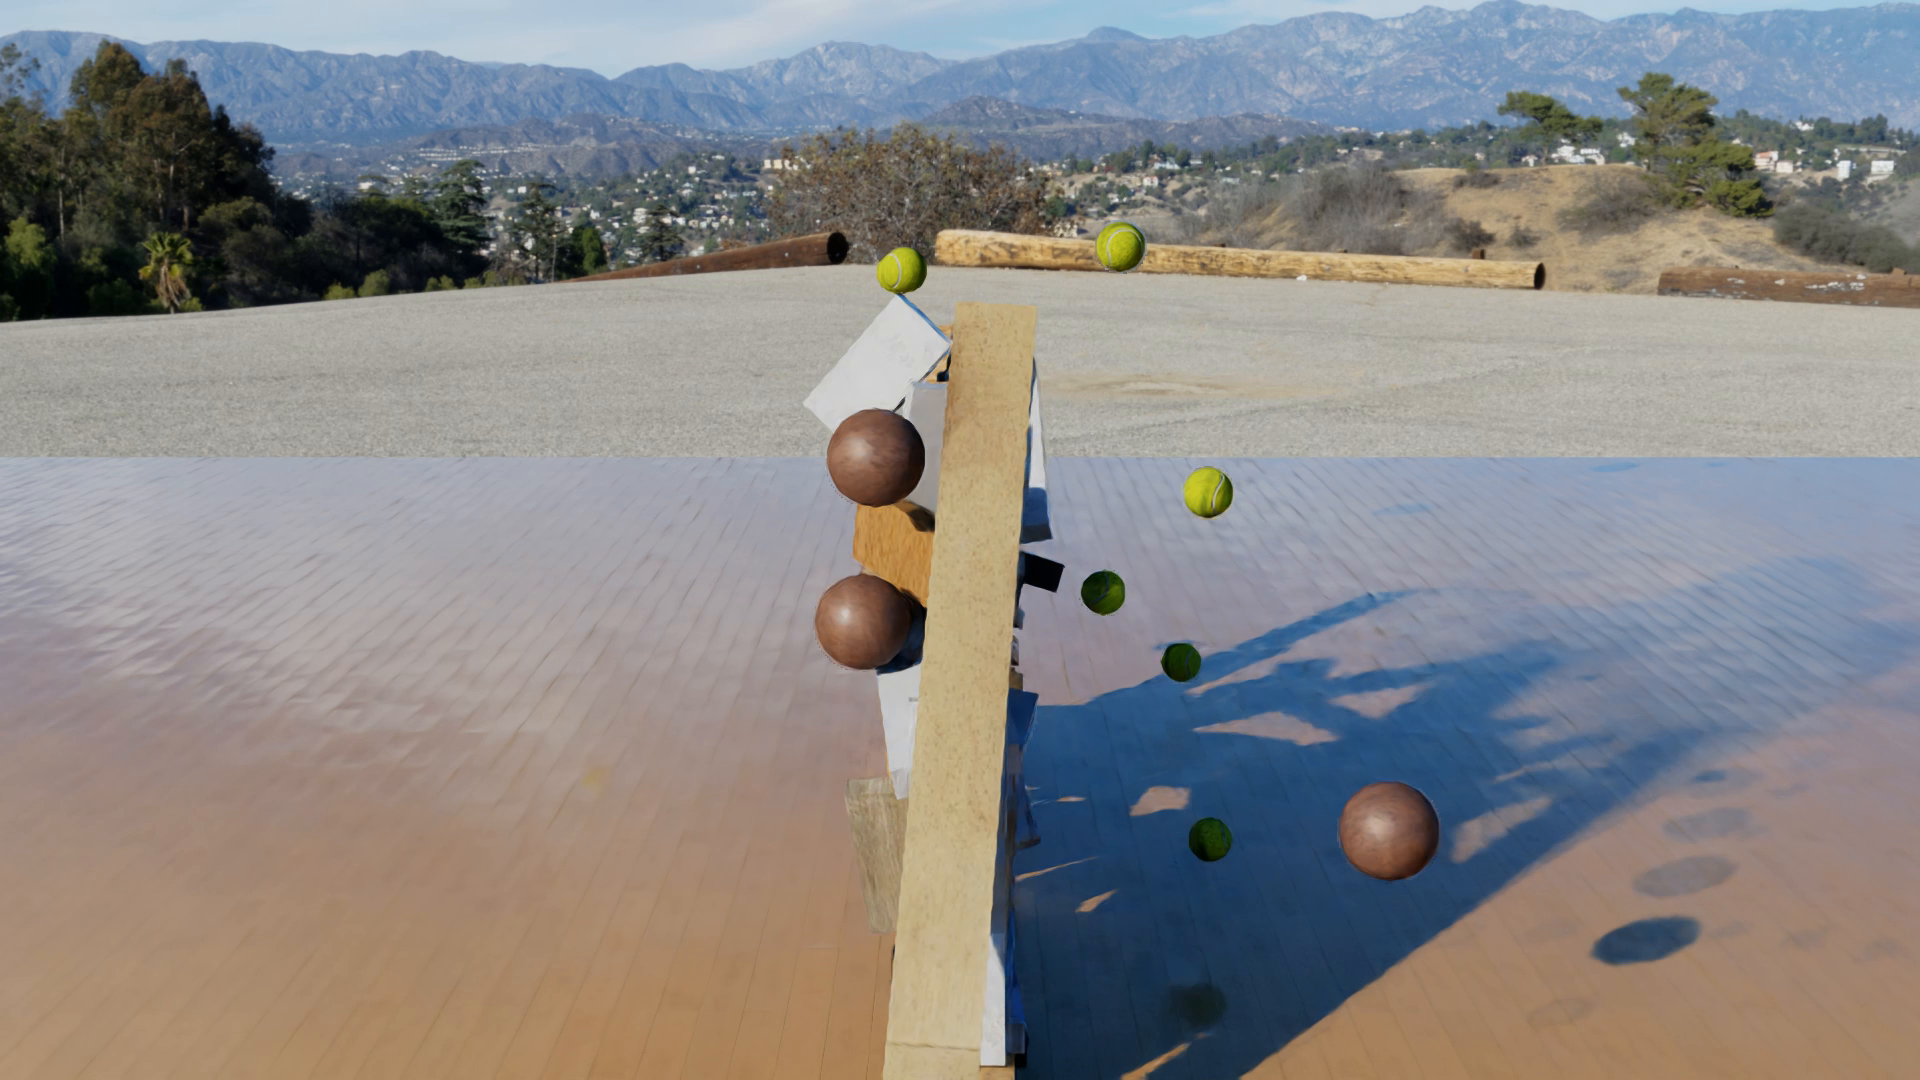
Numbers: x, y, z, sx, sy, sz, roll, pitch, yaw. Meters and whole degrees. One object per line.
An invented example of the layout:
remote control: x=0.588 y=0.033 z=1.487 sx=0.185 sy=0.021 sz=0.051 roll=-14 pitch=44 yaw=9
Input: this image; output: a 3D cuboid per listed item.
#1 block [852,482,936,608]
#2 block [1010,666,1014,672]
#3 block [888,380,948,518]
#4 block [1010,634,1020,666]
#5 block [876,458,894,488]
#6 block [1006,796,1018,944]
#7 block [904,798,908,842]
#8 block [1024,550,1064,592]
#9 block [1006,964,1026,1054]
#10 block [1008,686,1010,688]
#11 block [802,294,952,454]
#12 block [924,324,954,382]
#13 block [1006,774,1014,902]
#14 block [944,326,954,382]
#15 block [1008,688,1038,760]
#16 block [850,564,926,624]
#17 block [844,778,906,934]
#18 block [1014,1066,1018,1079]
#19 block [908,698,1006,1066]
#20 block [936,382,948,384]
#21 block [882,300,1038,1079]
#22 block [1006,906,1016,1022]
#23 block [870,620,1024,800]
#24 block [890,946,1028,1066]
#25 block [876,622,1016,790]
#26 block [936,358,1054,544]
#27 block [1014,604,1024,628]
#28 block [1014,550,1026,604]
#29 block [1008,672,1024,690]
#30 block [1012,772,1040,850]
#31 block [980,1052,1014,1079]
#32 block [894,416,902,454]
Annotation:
block: x=-0.080 y=0.006 z=3.055 sx=0.031 sy=0.110 sz=0.220 roll=-5 pitch=21 yaw=-31
block: x=0.064 y=0.249 z=4.225 sx=0.050 sy=0.014 sz=0.099 roll=-16 pitch=15 yaw=-18
block: x=-0.036 y=-0.112 z=3.125 sx=0.110 sy=0.220 sz=0.031 roll=4 pitch=21 yaw=-19
block: x=-0.007 y=0.178 z=3.992 sx=0.171 sy=0.048 sz=0.342 roll=-6 pitch=-15 yaw=10
block: x=-0.108 y=-0.113 z=4.143 sx=0.096 sy=0.027 sz=0.192 roll=-15 pitch=21 yaw=11
block: x=0.007 y=0.440 z=2.878 sx=0.122 sy=0.245 sz=0.035 roll=3 pitch=30 yaw=0
block: x=-0.012 y=0.426 z=2.911 sx=0.122 sy=0.245 sz=0.035 roll=3 pitch=31 yaw=0
block: x=0.060 y=0.029 z=3.863 sx=0.174 sy=0.049 sz=0.347 roll=18 pitch=1 yaw=-10
block: x=-0.001 y=0.586 z=3.056 sx=0.144 sy=0.041 sz=0.481 roll=1 pitch=13 yaw=-4
block: x=-0.005 y=0.245 z=3.520 sx=0.165 sy=0.047 sz=0.330 roll=0 pitch=18 yaw=-1
block: x=-0.139 y=-0.283 z=3.751 sx=0.126 sy=0.252 sz=0.036 roll=44 pitch=15 yaw=5
block: x=-0.020 y=-0.088 z=4.575 sx=0.096 sy=0.763 sz=0.027 roll=-8 pitch=-18 yaw=17
block: x=0.010 y=0.389 z=2.955 sx=0.118 sy=0.237 sz=0.034 roll=10 pitch=35 yaw=18
block: x=0.028 y=-0.196 z=3.709 sx=0.126 sy=0.410 sz=0.036 roll=0 pitch=-32 yaw=14
block: x=0.018 y=0.324 z=3.168 sx=0.132 sy=0.037 sz=0.264 roll=11 pitch=51 yaw=9
block: x=-0.041 y=0.012 z=3.212 sx=0.167 sy=0.047 sz=0.334 roll=-5 pitch=27 yaw=14
block: x=-0.078 y=0.423 z=2.953 sx=0.118 sy=0.237 sz=0.034 roll=-5 pitch=31 yaw=6
block: x=-0.002 y=0.737 z=2.759 sx=0.149 sy=0.042 sz=0.445 roll=0 pitch=11 yaw=1
block: x=-0.004 y=0.433 z=2.787 sx=0.122 sy=0.463 sz=0.035 roll=0 pitch=2 yaw=0
block: x=-0.016 y=-0.165 z=3.354 sx=0.082 sy=0.164 sz=0.023 roll=-4 pitch=34 yaw=9
block: x=0.006 y=0.181 z=2.754 sx=0.110 sy=1.099 sz=0.031 roll=4 pitch=-26 yaw=2
block: x=0.000 y=0.564 z=2.966 sx=0.144 sy=0.041 sz=0.287 roll=3 pitch=13 yaw=2
block: x=-0.022 y=0.210 z=2.954 sx=0.167 sy=0.047 sz=0.334 roll=-12 pitch=32 yaw=0
block: x=-0.005 y=0.637 z=3.019 sx=0.149 sy=0.042 sz=0.299 roll=1 pitch=13 yaw=-8
block: x=-0.024 y=0.210 z=3.082 sx=0.167 sy=0.047 sz=0.334 roll=-9 pitch=49 yaw=3
block: x=0.056 y=-0.146 z=3.727 sx=0.174 sy=0.347 sz=0.049 roll=-8 pitch=-35 yaw=8
block: x=0.035 y=0.101 z=3.350 sx=0.095 sy=0.027 sz=0.190 roll=8 pitch=-9 yaw=13
block: x=0.002 y=0.133 z=3.744 sx=0.174 sy=0.347 sz=0.049 roll=5 pitch=53 yaw=-4
block: x=0.028 y=0.298 z=4.208 sx=0.144 sy=0.041 sz=0.287 roll=5 pitch=-16 yaw=-6
block: x=0.020 y=0.315 z=3.088 sx=0.118 sy=0.263 sz=0.034 roll=-15 pitch=-24 yaw=-3
block: x=-0.009 y=0.708 z=2.688 sx=0.149 sy=0.042 sz=0.299 roll=0 pitch=10 yaw=2
block: x=-0.035 y=-0.003 z=4.072 sx=0.171 sy=0.498 sz=0.048 roll=-2 pitch=33 yaw=-4
